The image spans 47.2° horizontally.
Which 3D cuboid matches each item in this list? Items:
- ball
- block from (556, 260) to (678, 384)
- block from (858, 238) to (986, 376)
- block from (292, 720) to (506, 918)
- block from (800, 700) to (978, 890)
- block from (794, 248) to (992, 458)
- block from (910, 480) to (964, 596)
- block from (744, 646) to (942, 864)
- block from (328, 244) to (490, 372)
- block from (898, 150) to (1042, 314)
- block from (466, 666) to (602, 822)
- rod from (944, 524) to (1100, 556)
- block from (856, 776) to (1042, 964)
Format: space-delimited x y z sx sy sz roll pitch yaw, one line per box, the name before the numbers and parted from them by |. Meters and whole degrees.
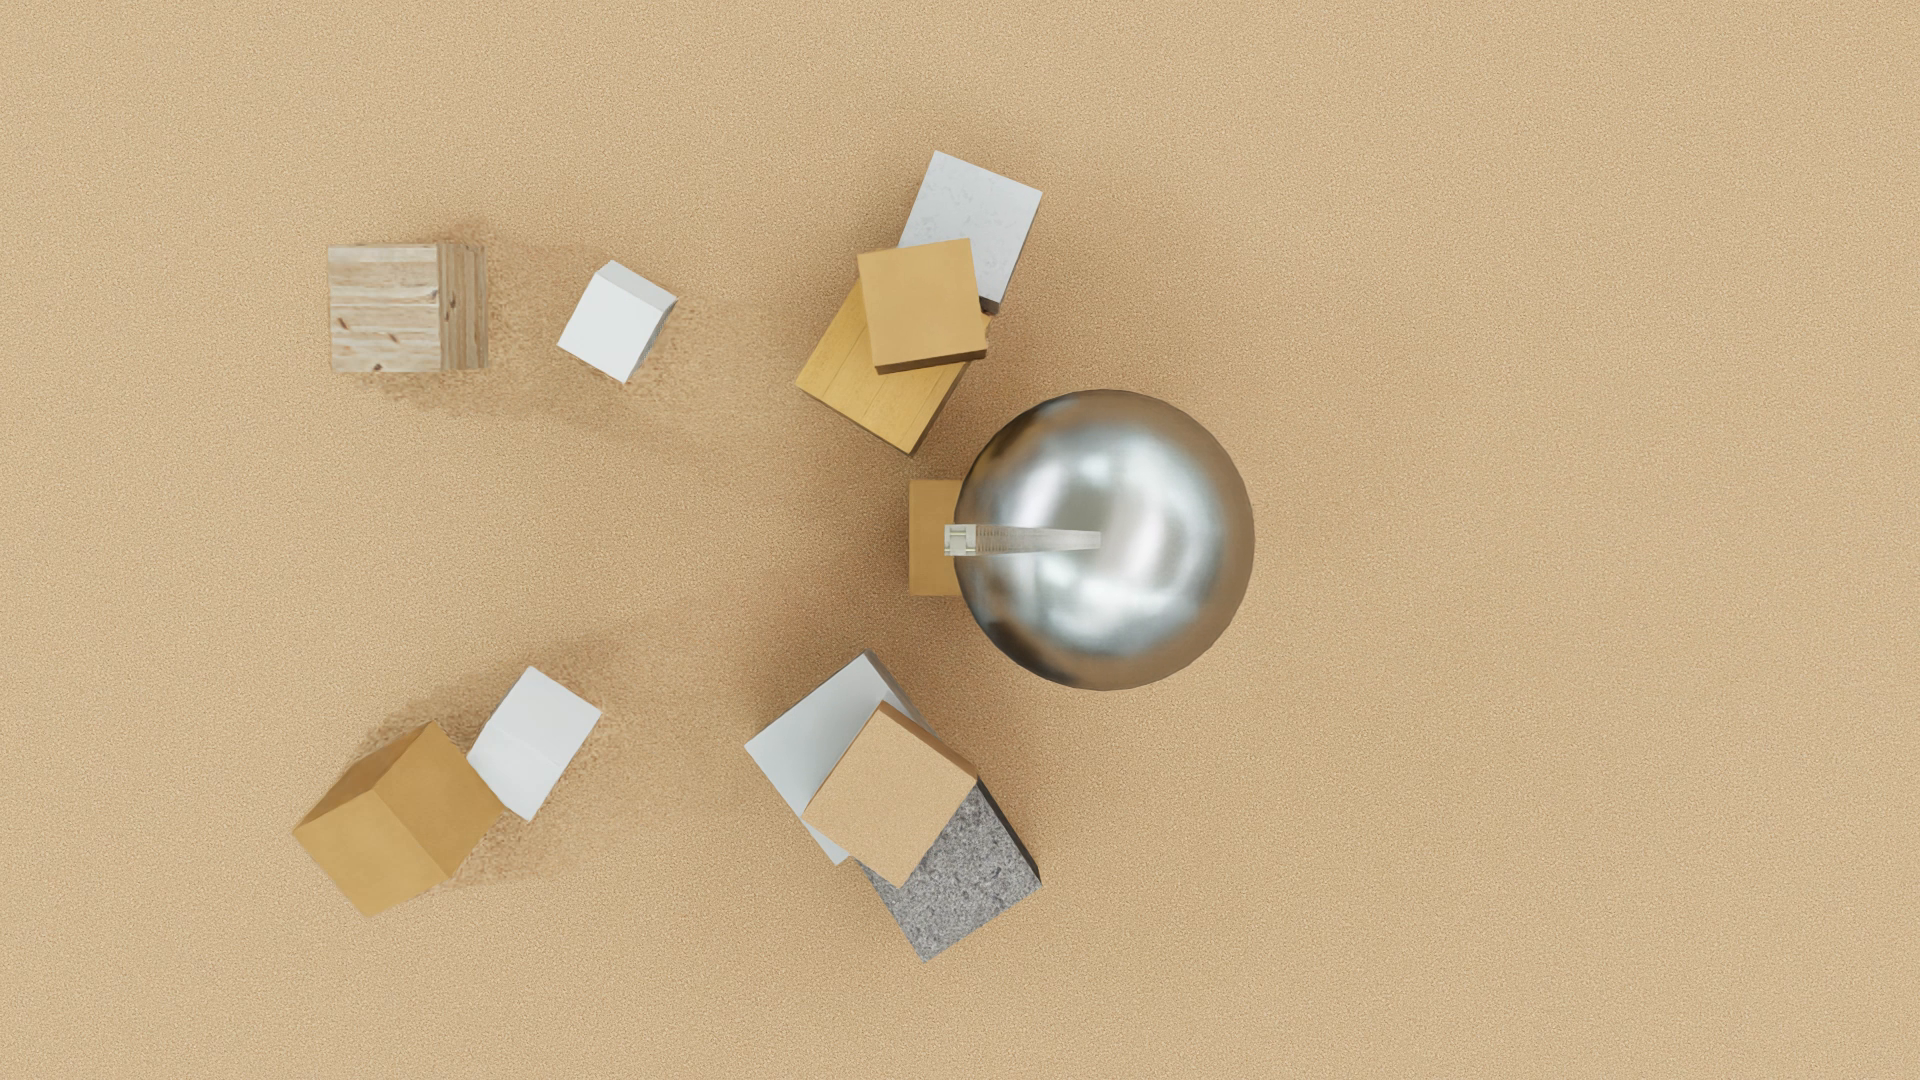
ball | 0.753 0.000 11.608 1.600 1.600 1.600 0 90 0
block | -1.972 -1.262 12.691 0.440 0.463 0.477 30 106 -5
block | -0.200 -1.250 11.860 0.597 0.635 0.593 -9 90 0
block | -3.147 1.571 12.364 0.712 0.667 0.655 -27 107 31
block | -0.370 1.348 11.790 0.637 0.727 0.694 36 90 0
block | -0.371 -1.046 12.589 0.745 0.823 0.880 31 90 0
block | 0.031 -0.013 12.694 0.633 0.611 0.648 0 90 0
block | -0.611 1.214 12.577 0.835 0.846 0.837 -38 90 0
block | -3.147 -1.327 12.588 0.663 0.617 0.707 1 96 14
block | 0.042 -1.762 12.678 0.650 0.643 0.670 21 90 0
block | -2.466 1.167 12.611 0.497 0.522 0.532 34 128 -5
rod | 0.326 0.000 8.235 0.080 5.200 0.080 0 90 7
block | -0.073 1.836 12.625 0.790 0.751 0.739 -33 90 0
